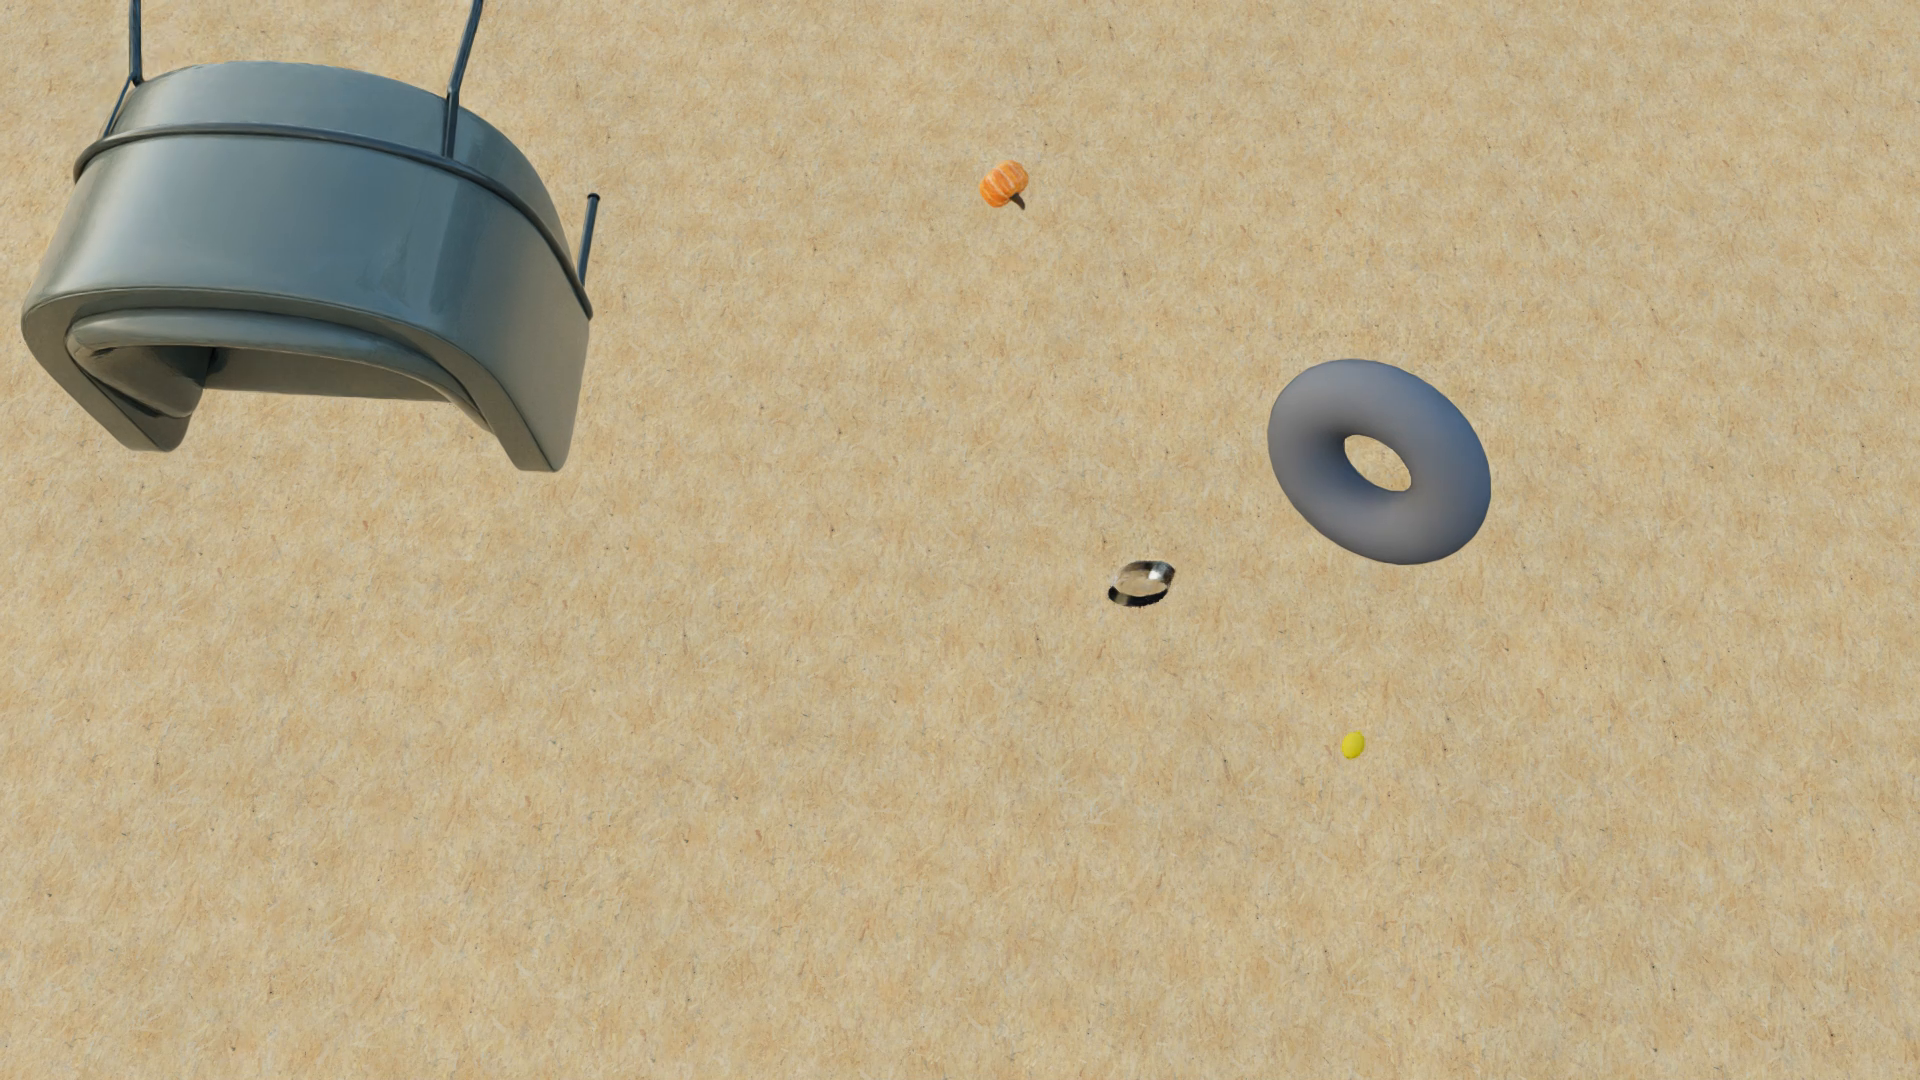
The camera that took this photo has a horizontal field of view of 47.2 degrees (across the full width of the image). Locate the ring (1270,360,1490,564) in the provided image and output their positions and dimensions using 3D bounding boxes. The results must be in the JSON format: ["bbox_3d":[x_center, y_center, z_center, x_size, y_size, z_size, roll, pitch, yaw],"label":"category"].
[{"bbox_3d":[0.524,-0.096,2.763,0.301,0.283,0.087,38,51,8],"label":"ring"}]
